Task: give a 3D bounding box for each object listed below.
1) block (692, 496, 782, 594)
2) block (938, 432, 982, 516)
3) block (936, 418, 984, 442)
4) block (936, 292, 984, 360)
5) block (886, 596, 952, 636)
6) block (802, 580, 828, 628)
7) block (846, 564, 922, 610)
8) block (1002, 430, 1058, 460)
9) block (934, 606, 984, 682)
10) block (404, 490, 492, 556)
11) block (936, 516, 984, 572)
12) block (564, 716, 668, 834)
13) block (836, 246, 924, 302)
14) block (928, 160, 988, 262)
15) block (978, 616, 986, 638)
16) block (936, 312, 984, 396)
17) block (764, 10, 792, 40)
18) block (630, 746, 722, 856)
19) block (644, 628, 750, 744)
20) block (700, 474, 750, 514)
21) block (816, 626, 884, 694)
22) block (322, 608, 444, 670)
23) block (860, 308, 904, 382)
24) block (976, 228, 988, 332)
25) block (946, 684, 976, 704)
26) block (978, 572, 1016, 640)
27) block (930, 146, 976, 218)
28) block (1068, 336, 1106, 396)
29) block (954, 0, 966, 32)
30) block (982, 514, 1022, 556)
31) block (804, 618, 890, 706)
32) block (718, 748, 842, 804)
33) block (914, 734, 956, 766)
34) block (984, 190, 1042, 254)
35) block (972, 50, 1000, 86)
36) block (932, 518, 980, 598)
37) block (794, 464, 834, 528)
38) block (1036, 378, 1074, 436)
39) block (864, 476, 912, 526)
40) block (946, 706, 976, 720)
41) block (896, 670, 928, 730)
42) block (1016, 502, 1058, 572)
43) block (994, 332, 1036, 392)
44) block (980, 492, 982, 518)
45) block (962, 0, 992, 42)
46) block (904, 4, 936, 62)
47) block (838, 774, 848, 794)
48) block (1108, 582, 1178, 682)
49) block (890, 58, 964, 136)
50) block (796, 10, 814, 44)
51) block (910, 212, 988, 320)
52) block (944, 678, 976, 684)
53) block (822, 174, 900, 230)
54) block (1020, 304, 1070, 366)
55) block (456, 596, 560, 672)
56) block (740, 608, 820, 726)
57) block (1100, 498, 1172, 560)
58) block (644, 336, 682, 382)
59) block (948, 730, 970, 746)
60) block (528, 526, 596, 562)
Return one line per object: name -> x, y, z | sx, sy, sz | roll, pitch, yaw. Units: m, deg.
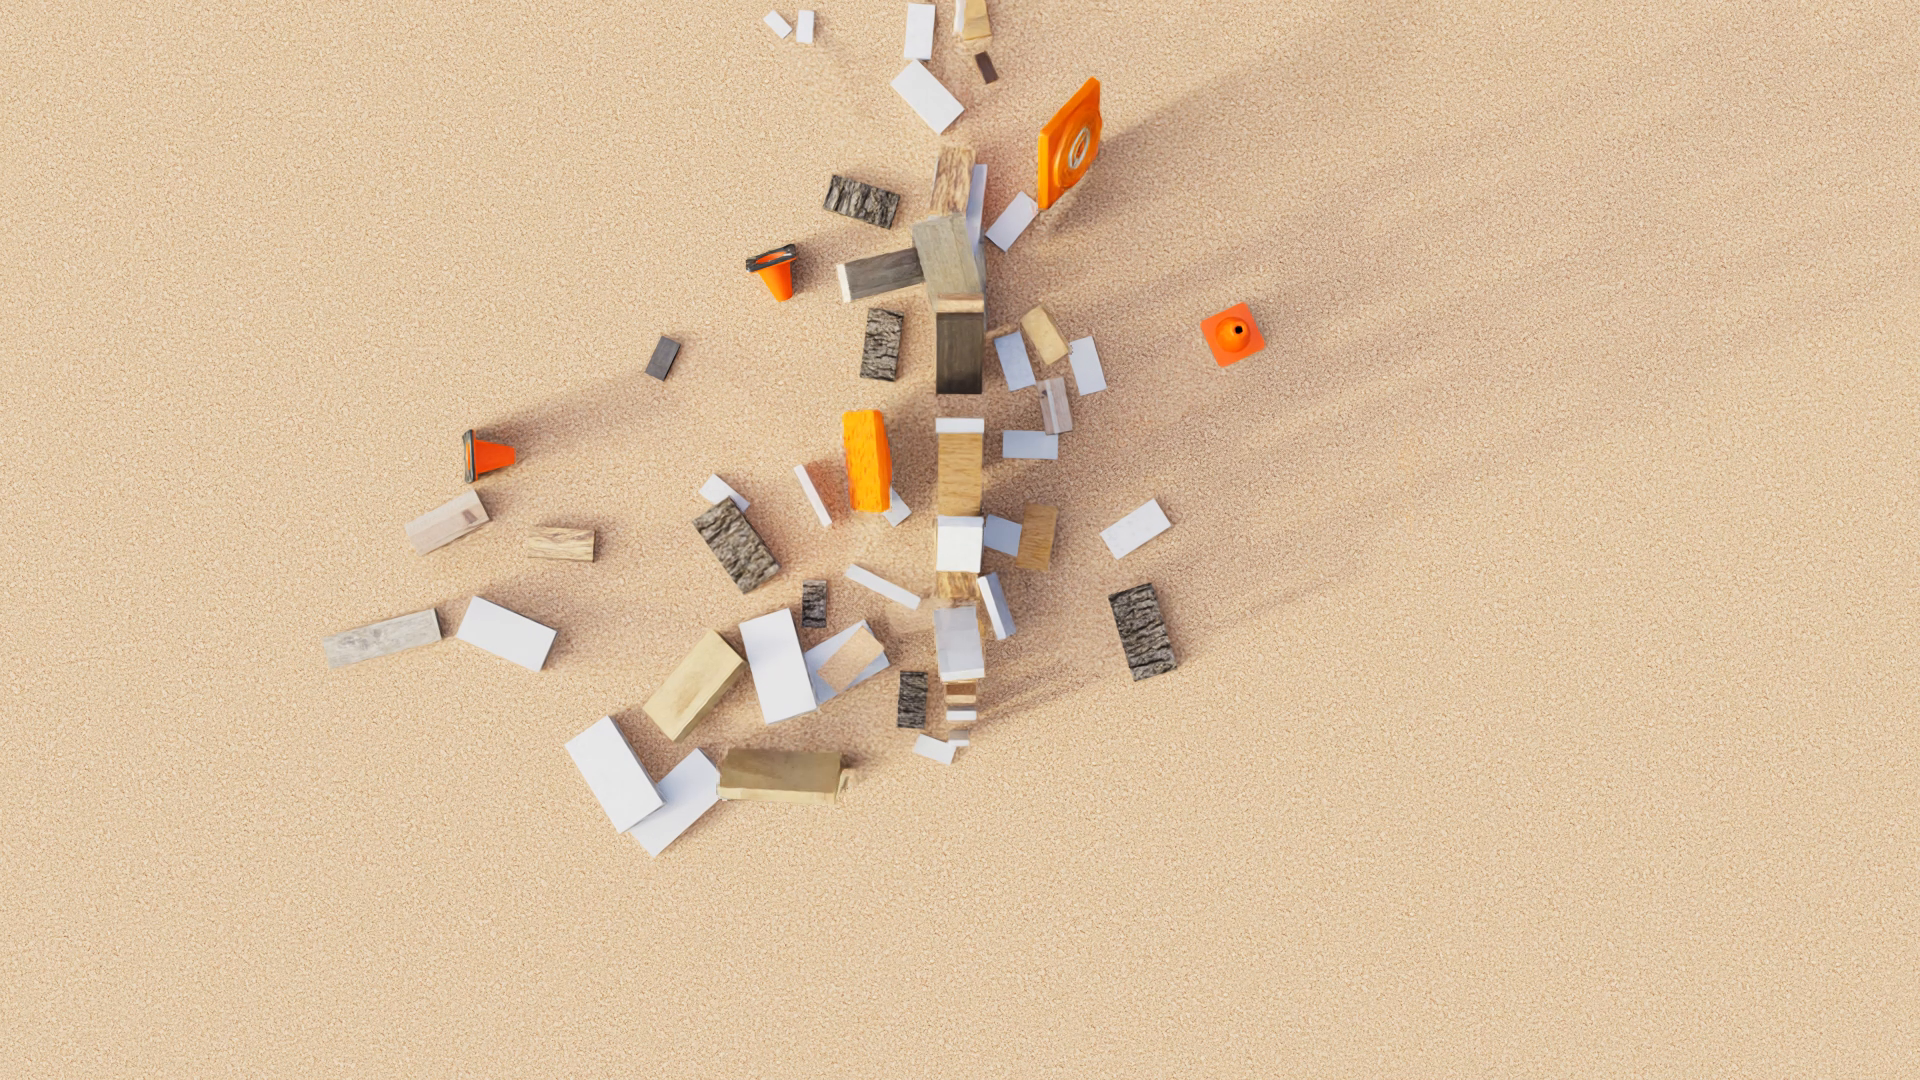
block -> -0.740, 0.018, 5.462 | 0.149, 0.042, 0.298 | -35, 96, 0
block -> 0.000, -0.204, 5.216 | 0.134, 0.038, 0.268 | 1, 95, 0
block -> 0.000, -0.355, 5.348 | 0.151, 0.302, 0.043 | 0, 87, 0
block -> 0.001, -0.669, 5.381 | 0.151, 0.043, 0.302 | 1, 133, 0
block -> -0.130, 0.249, 5.485 | 0.214, 0.030, 0.107 | -9, 90, 0
block -> -0.484, 0.212, 5.489 | 0.079, 0.022, 0.158 | 1, 90, 0
block -> -0.255, 0.156, 5.475 | 0.262, 0.013, 0.046 | 26, 81, 7
block -> 0.234, -0.316, 5.487 | 0.182, 0.026, 0.091 | 2, 90, 0
block -> -0.005, 0.334, 5.356 | 0.139, 0.278, 0.039 | -6, 134, -2
block -> -1.702, -0.055, 5.483 | 0.263, 0.033, 0.117 | -27, 90, 0
block -> -0.002, 0.014, 5.256 | 0.139, 0.278, 0.039 | 2, 59, -1
block -> -1.136, 0.773, 5.445 | 0.175, 0.049, 0.349 | -35, 80, 1
block -> -0.243, -0.854, 5.275 | 0.345, 0.033, 0.117 | -22, 106, -41
block -> -0.013, -1.079, 5.436 | 0.171, 0.048, 0.341 | 7, 76, 0
block -> 0.013, 0.307, 5.475 | 0.137, 0.019, 0.068 | -18, 119, 0
block -> -0.001, -0.606, 5.382 | 0.151, 0.043, 0.302 | 1, 133, 0
block -> -0.606, -1.717, 5.493 | 0.046, 0.013, 0.092 | -44, 90, 0
block -> -0.941, 0.869, 5.475 | 0.349, 0.049, 0.175 | -42, 90, 0
block -> -0.870, 0.481, 5.436 | 0.175, 0.049, 0.349 | 41, 90, 29
block -> -0.783, -0.140, 5.489 | 0.158, 0.022, 0.079 | 40, 90, 0
block -> -0.360, 0.395, 5.435 | 0.107, 0.030, 0.214 | 44, 90, 0
block -> -1.918, 0.328, 5.485 | 0.384, 0.030, 0.108 | -15, 90, 0
block -> -0.260, -0.648, 5.483 | 0.117, 0.033, 0.233 | 8, 90, 0
block -> 0.000, -0.861, 5.476 | 0.171, 0.048, 0.341 | -1, 90, 0
block -> 0.004, 0.480, 5.408 | 0.094, 0.187, 0.027 | 1, 111, 0
block -> 0.123, 0.217, 5.445 | 0.030, 0.107, 0.213 | -19, 90, 22
block -> -0.023, -1.175, 5.417 | 0.117, 0.033, 0.235 | 9, 76, 1
block -> 0.419, -0.578, 5.487 | 0.091, 0.026, 0.182 | -16, 90, 0
block -> 0.001, -1.741, 5.414 | 0.019, 0.068, 0.137 | 4, 102, -10
block -> 0.176, -0.004, 5.485 | 0.209, 0.030, 0.104 | 19, 90, 0
block -> -0.425, 0.423, 5.475 | 0.348, 0.049, 0.174 | -29, 90, 0
block -> -0.586, 0.771, 5.401 | 0.379, 0.174, 0.049 | 2, 130, 5
block -> -0.084, 0.696, 5.491 | 0.130, 0.018, 0.065 | 20, 90, 0
block -> 0.177, -1.058, 5.487 | 0.089, 0.025, 0.191 | 40, 90, 0
block -> 0.086, -1.571, 5.486 | 0.051, 0.015, 0.103 | -24, 90, -15
block -> -0.011, 0.057, 5.402 | 0.139, 0.039, 0.278 | -2, 119, 2
block -> -0.483, -0.146, 5.446 | 0.030, 0.108, 0.215 | -27, 90, -2
block -> 0.314, -0.442, 5.473 | 0.091, 0.026, 0.182 | -10, 82, -2
block -> -0.239, -0.128, 5.489 | 0.079, 0.022, 0.158 | -39, 90, 0
block -> 0.005, 0.567, 5.406 | 0.094, 0.187, 0.027 | 0, 89, 0
block -> -0.157, 0.533, 5.487 | 0.094, 0.027, 0.187 | 4, 90, 0
block -> 0.254, -0.011, 5.455 | 0.107, 0.030, 0.213 | 9, 90, 0
block -> 0.182, -0.593, 5.487 | 0.091, 0.026, 0.182 | -18, 90, 0
block -> 0.003, -0.129, 5.370 | 0.134, 0.268, 0.038 | -1, 65, 0
block -> 0.043, -1.759, 5.487 | 0.089, 0.025, 0.178 | -11, 90, 0
block -> -0.134, -1.689, 5.487 | 0.089, 0.025, 0.178 | 5, 90, 0
block -> -0.435, 0.791, 5.451 | 0.130, 0.018, 0.065 | 17, 71, 29
block -> 0.606, 0.306, 5.479 | 0.149, 0.042, 0.298 | -17, 90, 0
block -> -0.108, -1.472, 5.483 | 0.117, 0.033, 0.235 | -44, 90, 0
block -> -0.514, -1.709, 5.493 | 0.051, 0.015, 0.103 | 4, 90, 0
block -> -0.035, -0.875, 5.344 | 0.171, 0.048, 0.341 | -17, 120, -2
block -> 0.000, 0.413, 5.393 | 0.107, 0.214, 0.030 | 0, 108, 0
block -> -0.328, -1.124, 5.483 | 0.233, 0.033, 0.117 | 17, 90, 0
block -> 0.283, -0.680, 5.466 | 0.091, 0.026, 0.182 | -32, 90, 31
block -> -1.502, 0.312, 5.479 | 0.298, 0.042, 0.149 | 24, 90, 0
block -> -0.595, 0.417, 5.425 | 0.174, 0.049, 0.348 | -18, 75, 3
block -> 0.582, -0.036, 5.485 | 0.213, 0.030, 0.107 | -33, 90, 0
block -> -0.989, -0.604, 5.490 | 0.068, 0.019, 0.137 | 25, 90, 0
block -> -0.004, 0.639, 5.328 | 0.065, 0.343, 0.018 | 0, 88, 0
block -> -1.324, 0.015, 5.485 | 0.215, 0.030, 0.108 | 4, 90, 0
